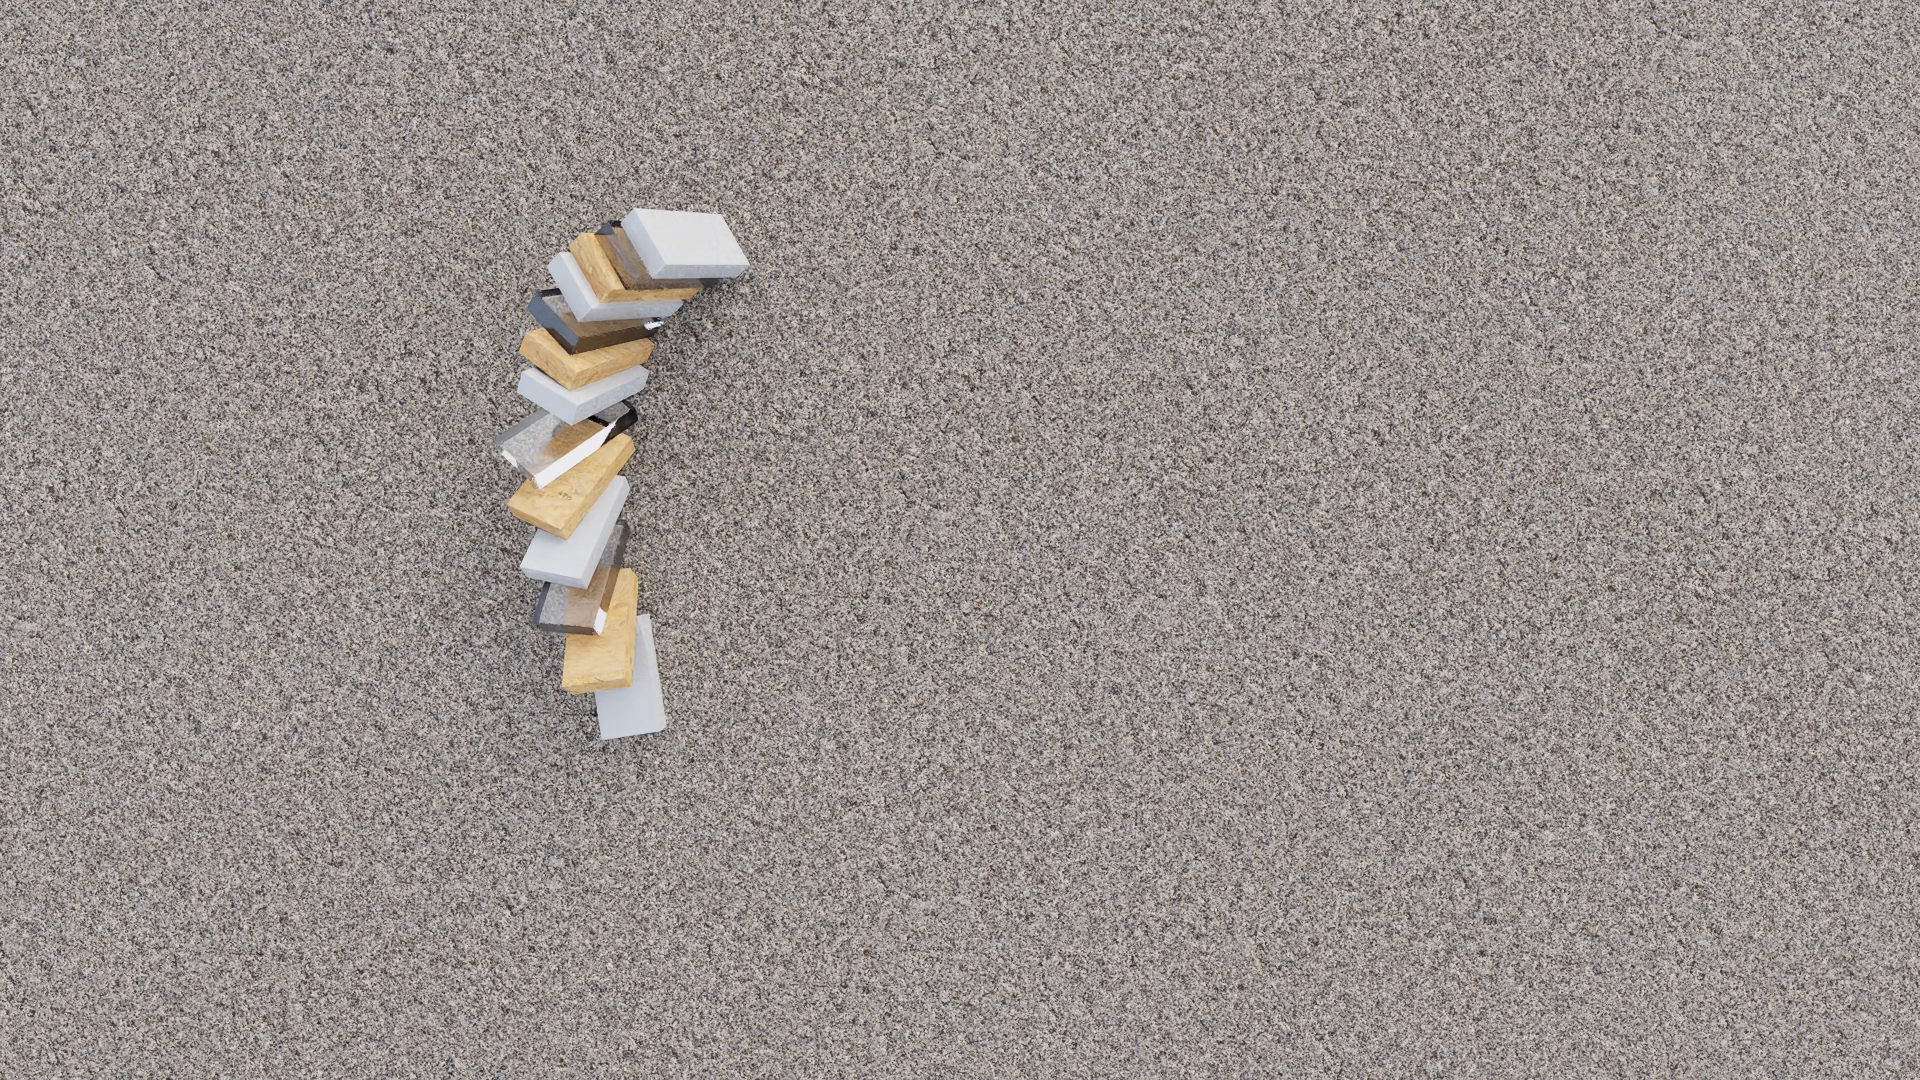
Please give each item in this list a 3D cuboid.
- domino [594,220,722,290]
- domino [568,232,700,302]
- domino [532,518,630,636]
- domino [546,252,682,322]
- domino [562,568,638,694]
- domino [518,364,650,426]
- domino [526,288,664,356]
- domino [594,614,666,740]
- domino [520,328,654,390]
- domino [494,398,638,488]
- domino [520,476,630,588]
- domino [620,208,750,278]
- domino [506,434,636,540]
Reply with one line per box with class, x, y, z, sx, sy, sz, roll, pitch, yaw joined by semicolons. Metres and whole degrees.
domino;-0.122;-0.117;0.376;0.009;0.050;0.025;-30;90;31
domino;-0.132;-0.112;0.376;0.009;0.050;0.025;-30;90;31
domino;-0.158;0.014;0.384;0.025;0.009;0.050;5;62;0
domino;-0.140;-0.104;0.376;0.010;0.050;0.025;-30;90;31
domino;-0.150;0.038;0.383;0.025;0.010;0.050;-8;61;0
domino;-0.153;-0.065;0.376;0.025;0.050;0.009;31;120;0
domino;-0.148;-0.092;0.376;0.025;0.050;0.009;47;120;0
domino;-0.144;0.059;0.395;0.025;0.010;0.050;-9;90;0
domino;-0.152;-0.079;0.376;0.025;0.050;0.009;37;120;0
domino;-0.163;-0.046;0.381;0.025;0.010;0.050;39;61;13
domino;-0.160;-0.006;0.383;0.025;0.009;0.050;11;60;2
domino;-0.112;-0.121;0.376;0.009;0.050;0.025;-30;90;31
domino;-0.162;-0.027;0.383;0.025;0.009;0.050;24;62;4
